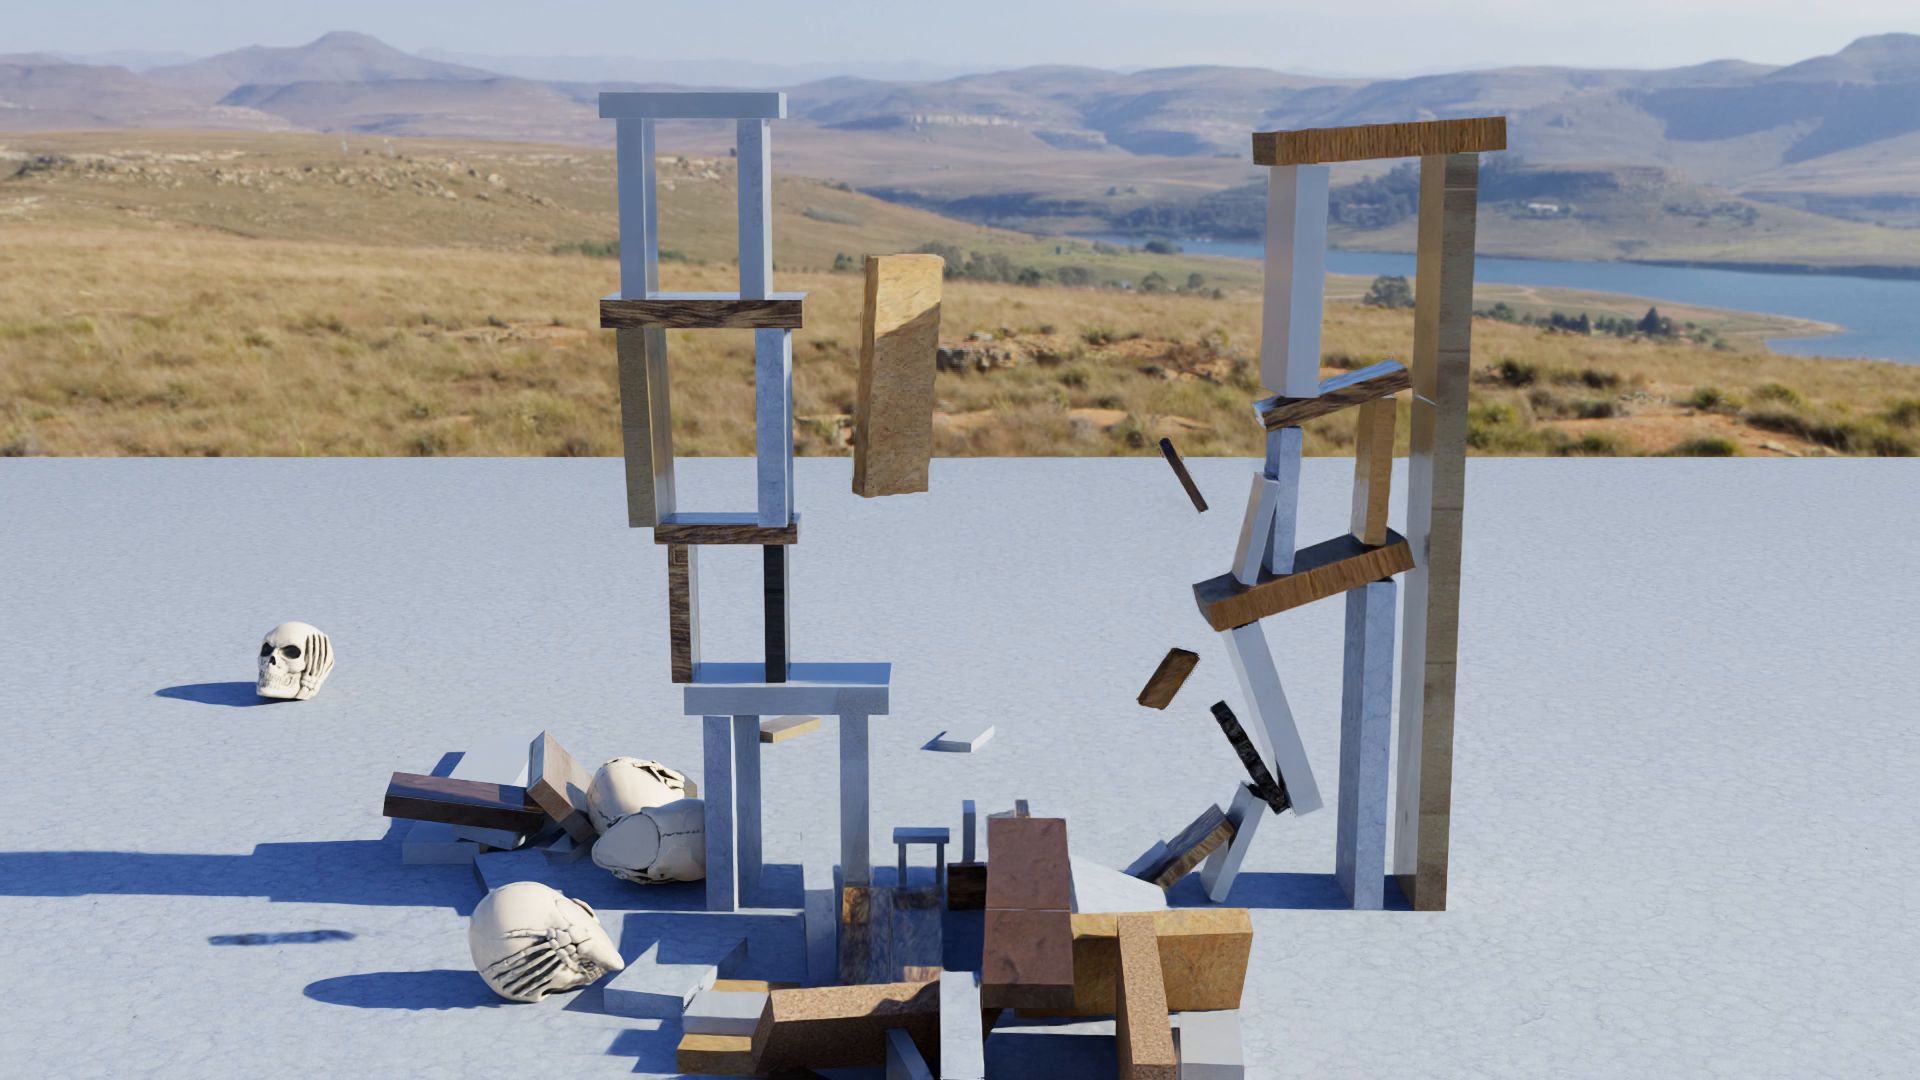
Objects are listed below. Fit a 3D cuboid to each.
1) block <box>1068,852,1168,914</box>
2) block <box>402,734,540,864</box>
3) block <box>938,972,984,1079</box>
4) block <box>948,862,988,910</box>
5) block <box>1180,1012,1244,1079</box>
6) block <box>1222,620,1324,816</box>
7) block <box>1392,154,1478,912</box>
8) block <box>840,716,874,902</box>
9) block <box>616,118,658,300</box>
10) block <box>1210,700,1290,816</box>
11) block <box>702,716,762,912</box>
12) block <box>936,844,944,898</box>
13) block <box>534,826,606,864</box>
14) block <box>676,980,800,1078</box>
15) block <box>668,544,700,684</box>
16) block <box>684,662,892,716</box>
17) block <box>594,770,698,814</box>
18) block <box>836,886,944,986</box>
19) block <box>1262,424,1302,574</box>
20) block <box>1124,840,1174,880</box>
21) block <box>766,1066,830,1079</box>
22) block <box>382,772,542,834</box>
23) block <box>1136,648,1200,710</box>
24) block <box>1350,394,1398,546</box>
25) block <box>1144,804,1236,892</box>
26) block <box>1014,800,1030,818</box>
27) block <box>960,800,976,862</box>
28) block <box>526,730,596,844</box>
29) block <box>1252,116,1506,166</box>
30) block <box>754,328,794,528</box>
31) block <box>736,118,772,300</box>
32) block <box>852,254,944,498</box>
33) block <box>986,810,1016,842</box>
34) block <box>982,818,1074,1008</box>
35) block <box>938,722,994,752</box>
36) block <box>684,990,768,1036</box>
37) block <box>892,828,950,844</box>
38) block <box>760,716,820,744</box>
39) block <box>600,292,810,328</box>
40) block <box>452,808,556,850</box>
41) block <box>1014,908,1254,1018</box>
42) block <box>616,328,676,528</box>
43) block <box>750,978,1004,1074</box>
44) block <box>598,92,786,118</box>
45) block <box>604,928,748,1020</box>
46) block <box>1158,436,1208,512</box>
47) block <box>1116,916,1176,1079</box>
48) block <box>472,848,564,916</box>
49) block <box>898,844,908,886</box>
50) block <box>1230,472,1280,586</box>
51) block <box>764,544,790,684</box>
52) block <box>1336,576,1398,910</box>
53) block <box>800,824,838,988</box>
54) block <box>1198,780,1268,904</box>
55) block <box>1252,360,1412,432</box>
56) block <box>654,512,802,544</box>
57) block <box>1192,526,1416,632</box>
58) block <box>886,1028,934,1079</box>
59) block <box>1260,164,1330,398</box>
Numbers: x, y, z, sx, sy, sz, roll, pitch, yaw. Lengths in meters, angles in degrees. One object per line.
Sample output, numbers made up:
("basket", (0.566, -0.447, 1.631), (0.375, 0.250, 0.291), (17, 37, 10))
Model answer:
("block", (0.244, 0.585, 3.409), (0.163, 0.046, 0.327), (21, 9, -4))
("block", (-0.909, 0.480, 4.159), (0.133, 0.038, 0.697), (0, 11, -1))
("block", (0.000, 0.680, 2.699), (0.050, 0.177, 0.354), (1, 11, -1))
("block", (0.055, 0.565, 3.599), (0.149, 0.075, 0.021), (-1, 9, -7))
("block", (0.346, 0.697, 3.029), (0.085, 0.024, 0.175), (1, 11, 5))
("block", (0.505, 0.272, 3.608), (0.047, 0.332, 0.166), (-21, 12, 0))
("block", (0.767, -0.009, 3.562), (0.050, 1.216, 0.178), (0, 11, 0))
("block", (-0.171, 0.428, 3.644), (0.047, 0.329, 0.164), (0, 11, 0))
("block", (-0.508, -0.524, 3.466), (0.039, 0.276, 0.138), (0, 11, 0))
("block", (0.479, 0.359, 3.637), (0.027, 0.187, 0.094), (-32, 11, 2))
("block", (-0.375, 0.429, 3.635), (0.047, 0.329, 0.164), (2, 11, 11))
("block", (-0.033, 0.543, 3.663), (0.013, 0.094, 0.047), (0, 11, 0))
("block", (-0.693, 0.537, 3.894), (0.074, 0.021, 0.149), (3, 11, 15))
("block", (-0.306, 0.681, 3.080), (0.125, 0.035, 0.249), (1, 11, 6))
("block", (-0.449, 0.109, 3.584), (0.032, 0.228, 0.114), (0, 11, 1))
("block", (-0.279, 0.243, 3.609), (0.328, 0.047, 0.164), (0, 11, 0))
("block", (-0.626, 0.480, 4.174), (0.229, 0.032, 0.114), (-5, 12, -24))
("block", (-0.104, 0.632, 3.324), (0.155, 0.044, 0.514), (0, 11, -1))
("block", (0.514, -0.071, 3.530), (0.033, 0.234, 0.117), (2, 10, -3))
("block", (0.305, 0.547, 3.668), (0.110, 0.016, 0.055), (-41, 11, 3))
("block", (-0.182, 0.731, 2.839), (0.091, 0.026, 0.182), (-10, 15, -44))
("block", (-0.866, 0.460, 3.852), (0.266, 0.038, 0.133), (8, 10, -10))
("block", (0.339, 0.226, 3.575), (0.055, 0.110, 0.016), (14, 27, -39))
("block", (0.662, -0.118, 3.523), (0.033, 0.234, 0.117), (2, 10, -2))
("block", (0.371, 0.520, 3.655), (0.187, 0.027, 0.094), (-41, 11, 4))
("block", (0.103, 0.515, 3.663), (0.021, 0.149, 0.075), (0, 11, -1))
("block", (0.014, 0.515, 3.663), (0.021, 0.149, 0.075), (1, 10, -2))
("block", (-0.719, 0.443, 3.967), (0.038, 0.133, 0.266), (-41, 16, 2))
("block", (0.652, -0.624, 3.441), (0.356, 0.050, 0.178), (-5, 11, -3))
("block", (-0.296, -0.189, 3.524), (0.044, 0.314, 0.157), (0, 11, 0))
("block", (-0.323, -0.524, 3.465), (0.039, 0.276, 0.138), (0, 11, 0))
("block", (-0.100, -0.265, 3.554), (0.125, 0.388, 0.035), (-7, 19, -35))
("block", (0.083, 0.554, 3.399), (0.046, 0.163, 0.370), (-13, 10, 2))
("block", (0.095, 0.512, 3.088), (0.117, 0.033, 0.581), (1, 14, 2))
("block", (0.012, 0.410, 4.579), (0.074, 0.021, 0.148), (4, 11, 19))
("block", (-0.283, 0.657, 3.045), (0.182, 0.026, 0.091), (1, 11, 7))
("block", (-0.064, 0.491, 3.654), (0.094, 0.013, 0.047), (0, 11, 0))
("block", (-0.372, 0.397, 4.650), (0.074, 0.021, 0.148), (8, 13, 37))
("block", (-0.402, -0.365, 3.493), (0.314, 0.044, 0.157), (0, 11, 0))
("block", (-0.800, 0.494, 3.922), (0.114, 0.032, 0.229), (12, 10, 13))
("block", (0.244, 0.604, 3.139), (0.327, 0.163, 0.046), (-1, 38, -6))
("block", (-0.502, -0.189, 3.526), (0.044, 0.314, 0.157), (-1, 11, 5))
("block", (-0.111, 0.646, 2.926), (0.310, 0.155, 0.044), (0, 52, -17))
("block", (-0.415, -0.679, 3.437), (0.276, 0.039, 0.138), (0, 11, 0))
("block", (-0.420, 0.645, 3.278), (0.125, 0.035, 0.249), (3, 11, 15))
("block", (0.331, -0.096, 3.256), (0.016, 0.110, 0.055), (-30, 28, 7))
("block", (0.236, 0.655, 2.833), (0.050, 0.177, 0.495), (0, 11, 2))
("block", (-0.741, 0.571, 3.682), (0.114, 0.032, 0.229), (-4, 11, -20))
("block", (-0.095, 0.543, 3.663), (0.013, 0.094, 0.047), (0, 11, 0))
("block", (0.471, -0.019, 3.506), (0.024, 0.169, 0.085), (11, 11, -6))
("block", (-0.298, 0.109, 3.584), (0.032, 0.228, 0.114), (0, 11, 0))
("block", (0.667, 0.321, 3.623), (0.047, 0.546, 0.166), (0, 11, -1))
("block", (-0.218, 0.561, 3.397), (0.044, 0.155, 0.310), (-2, 11, -5))
("block", (0.453, 0.500, 3.652), (0.027, 0.187, 0.094), (21, 8, -8))
("block", (0.589, -0.230, 3.494), (0.234, 0.033, 0.117), (-17, 11, 4))
("block", (-0.374, -0.019, 3.559), (0.228, 0.032, 0.114), (0, 11, 0))
("block", (0.553, 0.059, 3.564), (0.332, 0.047, 0.166), (-18, 10, 0))
("block", (-0.063, 0.703, 2.813), (0.026, 0.091, 0.182), (-2, 11, -14))
("block", (0.526, -0.412, 3.469), (0.050, 0.356, 0.178), (1, 10, -6))
